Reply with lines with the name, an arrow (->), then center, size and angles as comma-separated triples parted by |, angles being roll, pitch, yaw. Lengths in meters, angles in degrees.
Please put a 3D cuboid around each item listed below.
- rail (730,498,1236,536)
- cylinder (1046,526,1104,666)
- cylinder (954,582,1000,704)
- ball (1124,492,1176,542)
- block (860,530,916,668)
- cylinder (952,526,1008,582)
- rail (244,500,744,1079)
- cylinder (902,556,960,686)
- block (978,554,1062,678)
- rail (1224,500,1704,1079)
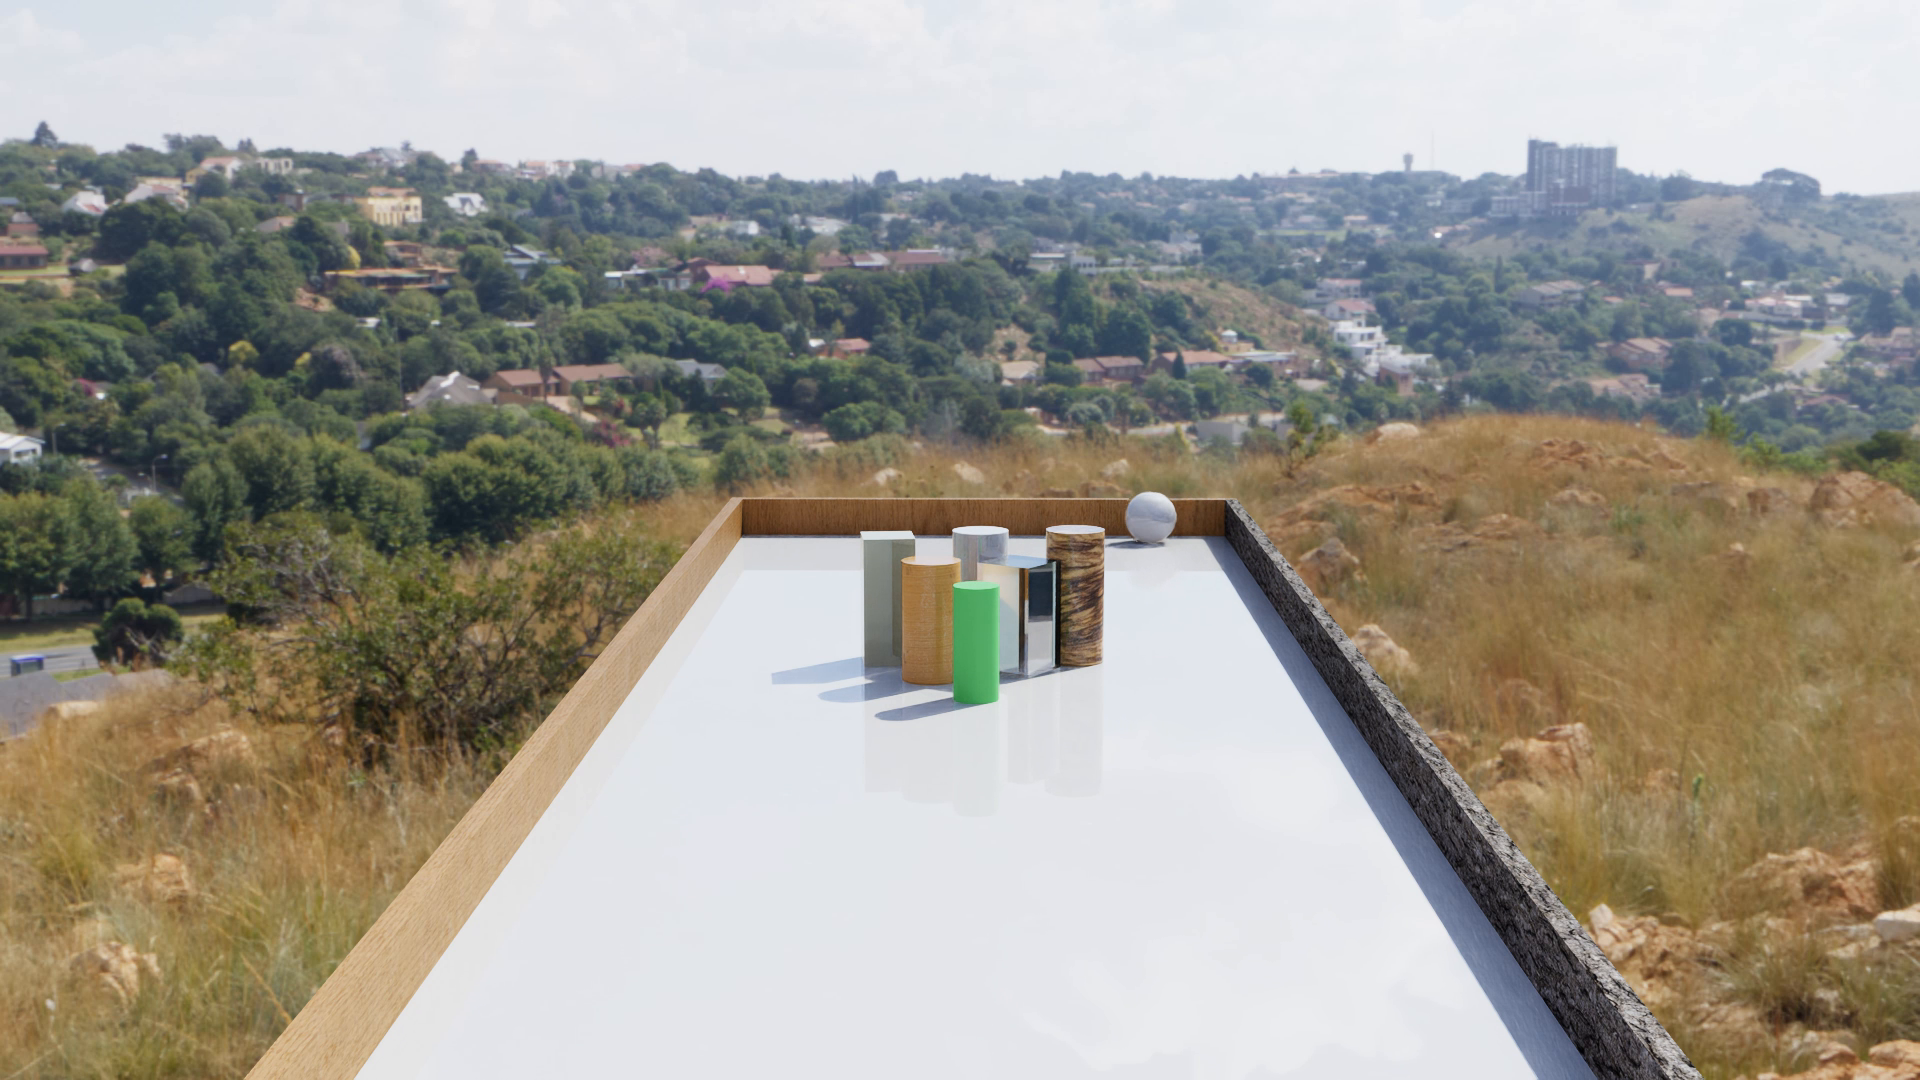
rail -> 0.099, -0.098, 9.147 | 2.100, 0.150, 0.050 | 0, 9, 1
cylinder -> 0.348, 0.168, 6.659 | 0.178, 0.404, 0.178 | 0, 9, 0
cylinder -> 0.046, 0.287, 6.162 | 0.129, 0.325, 0.129 | 0, 9, 0
ball -> 0.773, -0.093, 8.928 | 0.209, 0.209, 0.209 | 0, 9, 0
block -> -0.218, 0.177, 6.655 | 0.155, 0.388, 0.155 | -1, 9, -6
cylinder -> 0.062, 0.167, 6.688 | 0.170, 0.397, 0.170 | 0, 9, 0
rail -> -1.004, 0.839, 3.234 | 0.050, 0.150, 12.000 | 0, 9, 1
cylinder -> -0.084, 0.233, 6.413 | 0.173, 0.353, 0.173 | 0, 9, 0
block -> 0.176, 0.224, 6.552 | 0.180, 0.326, 0.180 | 6, 11, 34
rail -> 1.046, 0.843, 3.208 | 0.050, 0.150, 12.000 | 0, 9, 1
